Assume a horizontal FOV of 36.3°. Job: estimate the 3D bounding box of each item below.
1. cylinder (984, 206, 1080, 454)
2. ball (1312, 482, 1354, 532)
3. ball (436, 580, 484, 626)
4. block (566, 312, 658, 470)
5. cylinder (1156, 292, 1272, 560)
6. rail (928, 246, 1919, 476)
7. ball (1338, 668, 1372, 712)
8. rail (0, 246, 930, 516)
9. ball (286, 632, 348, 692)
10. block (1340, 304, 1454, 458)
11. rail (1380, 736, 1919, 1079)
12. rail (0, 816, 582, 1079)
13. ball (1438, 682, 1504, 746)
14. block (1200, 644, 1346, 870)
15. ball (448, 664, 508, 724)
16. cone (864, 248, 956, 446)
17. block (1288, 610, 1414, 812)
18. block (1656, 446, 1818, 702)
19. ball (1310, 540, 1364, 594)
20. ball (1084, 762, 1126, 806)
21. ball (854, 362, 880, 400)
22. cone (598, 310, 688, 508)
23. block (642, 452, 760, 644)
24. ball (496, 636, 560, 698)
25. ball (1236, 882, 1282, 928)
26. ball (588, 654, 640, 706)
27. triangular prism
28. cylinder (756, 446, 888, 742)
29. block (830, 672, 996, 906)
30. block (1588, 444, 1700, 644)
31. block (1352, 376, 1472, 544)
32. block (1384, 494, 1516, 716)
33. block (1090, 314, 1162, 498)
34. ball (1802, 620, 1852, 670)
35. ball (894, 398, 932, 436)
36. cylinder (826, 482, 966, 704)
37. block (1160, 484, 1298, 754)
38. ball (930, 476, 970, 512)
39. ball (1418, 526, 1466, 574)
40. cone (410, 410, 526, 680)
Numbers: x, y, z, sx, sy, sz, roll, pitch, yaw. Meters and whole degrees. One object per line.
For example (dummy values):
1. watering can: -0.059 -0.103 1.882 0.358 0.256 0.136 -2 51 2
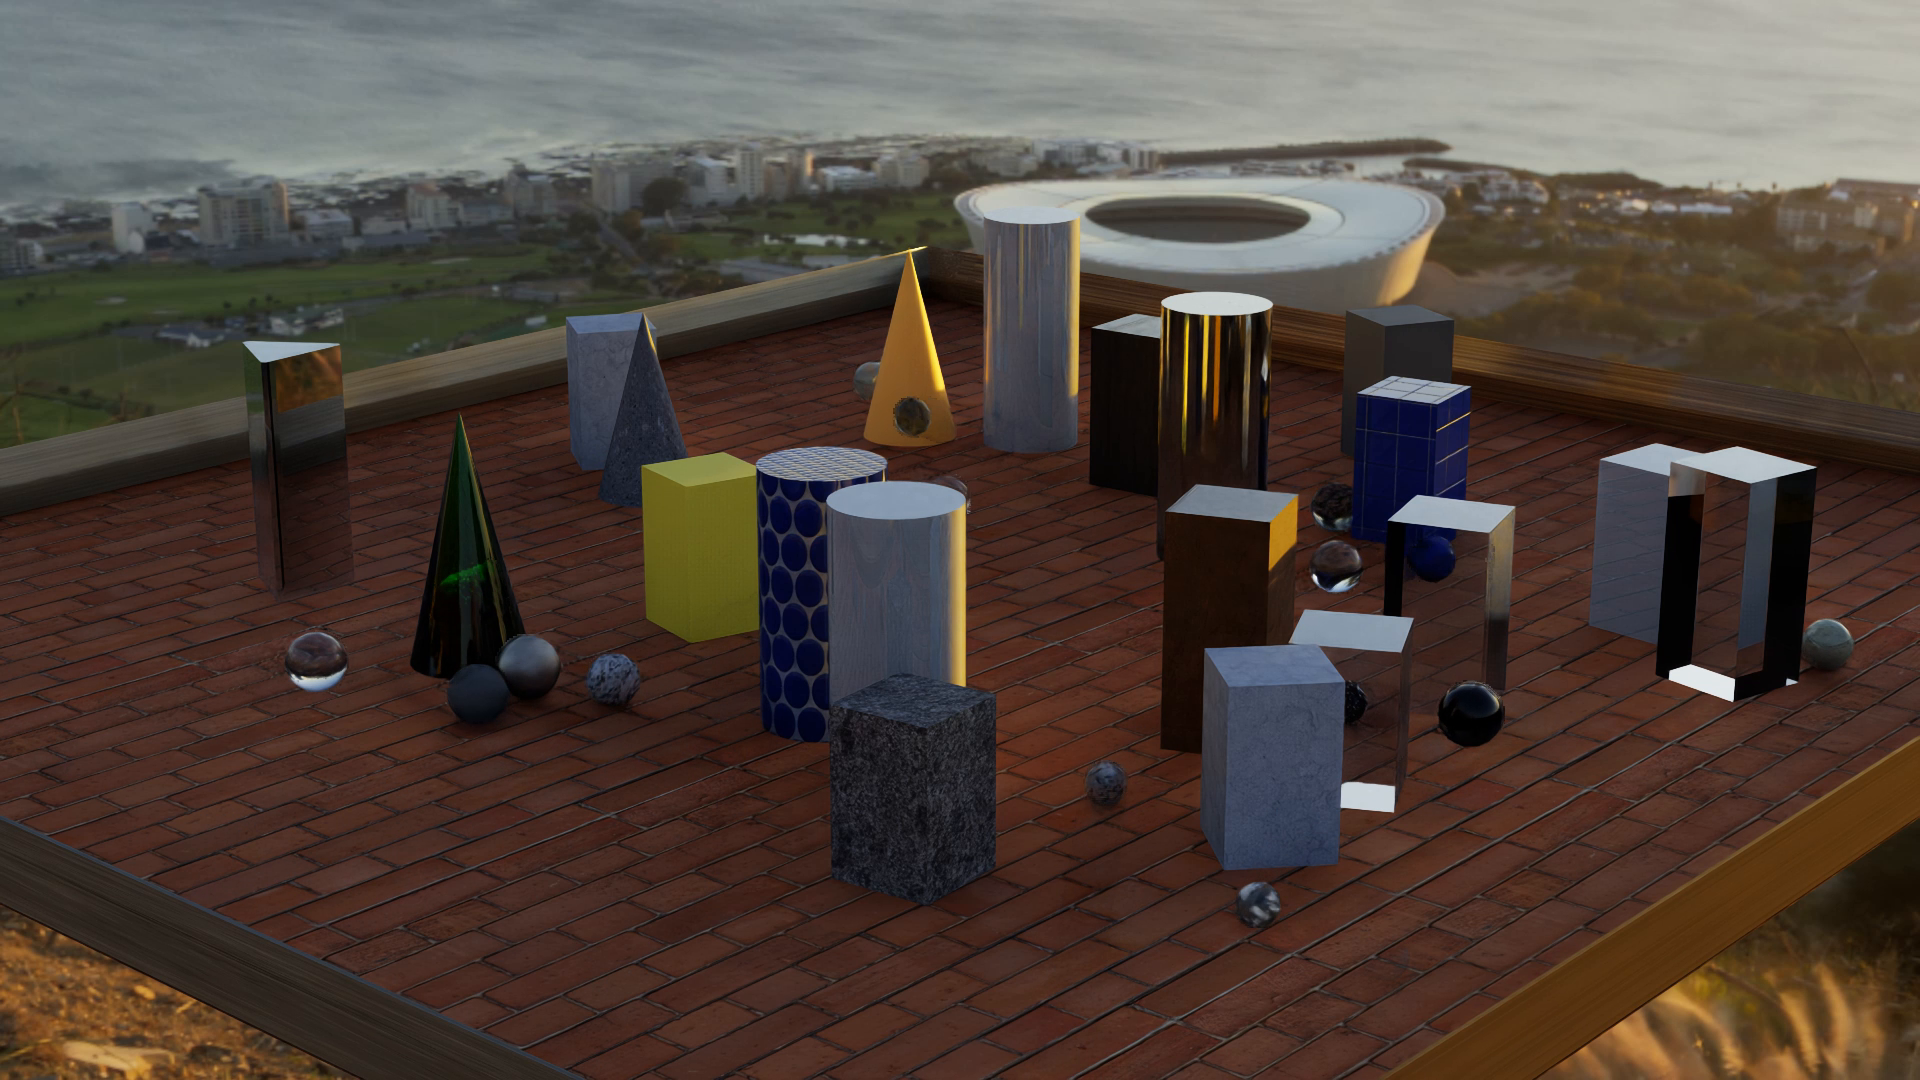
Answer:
1. cylinder: 0.147 -0.436 6.074 0.199 0.478 0.199 0 17 0
2. ball: 0.705 -0.062 5.499 0.092 0.092 0.092 0 17 0
3. ball: -0.836 0.105 4.901 0.077 0.077 0.077 0 17 0
4. block: -0.707 -0.304 5.971 0.159 0.283 0.159 -5 17 -15
5. cylinder: 0.459 -0.198 5.299 0.199 0.468 0.199 0 17 0
6. rail: 1.189 -0.363 6.430 3.406 0.129 0.045 14 22 39
7. ball: 0.605 0.233 4.561 0.070 0.070 0.070 0 17 0
8. rail: -1.268 -0.285 6.174 0.045 0.129 3.673 14 22 39
9. ball: -1.020 0.193 4.646 0.096 0.096 0.096 0 17 0
10. block: 0.890 -0.313 5.976 0.159 0.298 0.159 -7 18 -21
11. rail: 1.268 0.350 4.066 0.045 0.129 3.673 14 22 39
12. rail: -1.189 0.427 3.809 3.406 0.129 0.045 14 22 39
13. ball: 0.768 0.263 4.413 0.097 0.097 0.097 0 17 0
14. block: 0.426 0.295 4.017 0.159 0.263 0.159 -2 17 -7
15. ball: -0.741 0.236 4.508 0.093 0.093 0.093 0 17 0
16. cone: -0.106 -0.415 6.135 0.199 0.402 0.199 0 17 0
17. block: 0.560 0.244 4.226 0.159 0.240 0.159 4 17 14
18. block: 1.233 0.052 4.663 0.159 0.357 0.159 -12 20 -34
19. ball: 0.659 0.047 5.137 0.093 0.093 0.093 0 17 0
20. ball: 0.208 0.349 4.191 0.061 0.061 0.061 0 17 0
21. ball: -0.192 -0.351 6.466 0.088 0.088 0.088 0 17 0
22. cone: -0.611 -0.267 5.704 0.199 0.366 0.199 0 17 0
23. block: -0.426 0.011 4.949 0.159 0.271 0.159 -11 20 -32
24. ball: -0.679 0.200 4.617 0.099 0.099 0.099 0 17 0
25. ball: 0.386 0.471 3.790 0.058 0.058 0.058 0 17 0
26. ball: -0.541 0.218 4.585 0.083 0.083 0.083 0 17 0
27. triangular prism: -1.189 -0.128 5.138 0.149 0.428 0.172 12 21 35
28. cylinder: -0.208 0.082 4.472 0.199 0.411 0.199 0 17 0
29. block: -0.062 0.330 3.926 0.159 0.249 0.159 11 20 33
30. block: 1.179 0.007 4.926 0.159 0.291 0.159 -14 22 -40
31. block: 0.839 -0.144 5.451 0.159 0.278 0.159 10 19 30
32. block: 0.761 0.105 4.578 0.159 0.305 0.159 8 18 24
33. block: 0.368 -0.268 5.792 0.159 0.318 0.159 12 20 34
34. ball: 1.404 0.169 4.750 0.082 0.082 0.082 0 17 0
35. ball: -0.097 -0.253 6.039 0.076 0.076 0.076 0 17 0
36. cylinder: -0.091 0.147 4.227 0.199 0.426 0.199 0 17 0
37. block: 0.404 0.123 4.402 0.159 0.372 0.159 6 18 20
38. ball: -0.024 -0.078 5.559 0.088 0.088 0.088 0 17 0
39. ball: 0.863 0.018 5.252 0.083 0.083 0.083 0 17 0
40. cone: -0.800 -0.006 4.743 0.199 0.421 0.199 0 17 0
